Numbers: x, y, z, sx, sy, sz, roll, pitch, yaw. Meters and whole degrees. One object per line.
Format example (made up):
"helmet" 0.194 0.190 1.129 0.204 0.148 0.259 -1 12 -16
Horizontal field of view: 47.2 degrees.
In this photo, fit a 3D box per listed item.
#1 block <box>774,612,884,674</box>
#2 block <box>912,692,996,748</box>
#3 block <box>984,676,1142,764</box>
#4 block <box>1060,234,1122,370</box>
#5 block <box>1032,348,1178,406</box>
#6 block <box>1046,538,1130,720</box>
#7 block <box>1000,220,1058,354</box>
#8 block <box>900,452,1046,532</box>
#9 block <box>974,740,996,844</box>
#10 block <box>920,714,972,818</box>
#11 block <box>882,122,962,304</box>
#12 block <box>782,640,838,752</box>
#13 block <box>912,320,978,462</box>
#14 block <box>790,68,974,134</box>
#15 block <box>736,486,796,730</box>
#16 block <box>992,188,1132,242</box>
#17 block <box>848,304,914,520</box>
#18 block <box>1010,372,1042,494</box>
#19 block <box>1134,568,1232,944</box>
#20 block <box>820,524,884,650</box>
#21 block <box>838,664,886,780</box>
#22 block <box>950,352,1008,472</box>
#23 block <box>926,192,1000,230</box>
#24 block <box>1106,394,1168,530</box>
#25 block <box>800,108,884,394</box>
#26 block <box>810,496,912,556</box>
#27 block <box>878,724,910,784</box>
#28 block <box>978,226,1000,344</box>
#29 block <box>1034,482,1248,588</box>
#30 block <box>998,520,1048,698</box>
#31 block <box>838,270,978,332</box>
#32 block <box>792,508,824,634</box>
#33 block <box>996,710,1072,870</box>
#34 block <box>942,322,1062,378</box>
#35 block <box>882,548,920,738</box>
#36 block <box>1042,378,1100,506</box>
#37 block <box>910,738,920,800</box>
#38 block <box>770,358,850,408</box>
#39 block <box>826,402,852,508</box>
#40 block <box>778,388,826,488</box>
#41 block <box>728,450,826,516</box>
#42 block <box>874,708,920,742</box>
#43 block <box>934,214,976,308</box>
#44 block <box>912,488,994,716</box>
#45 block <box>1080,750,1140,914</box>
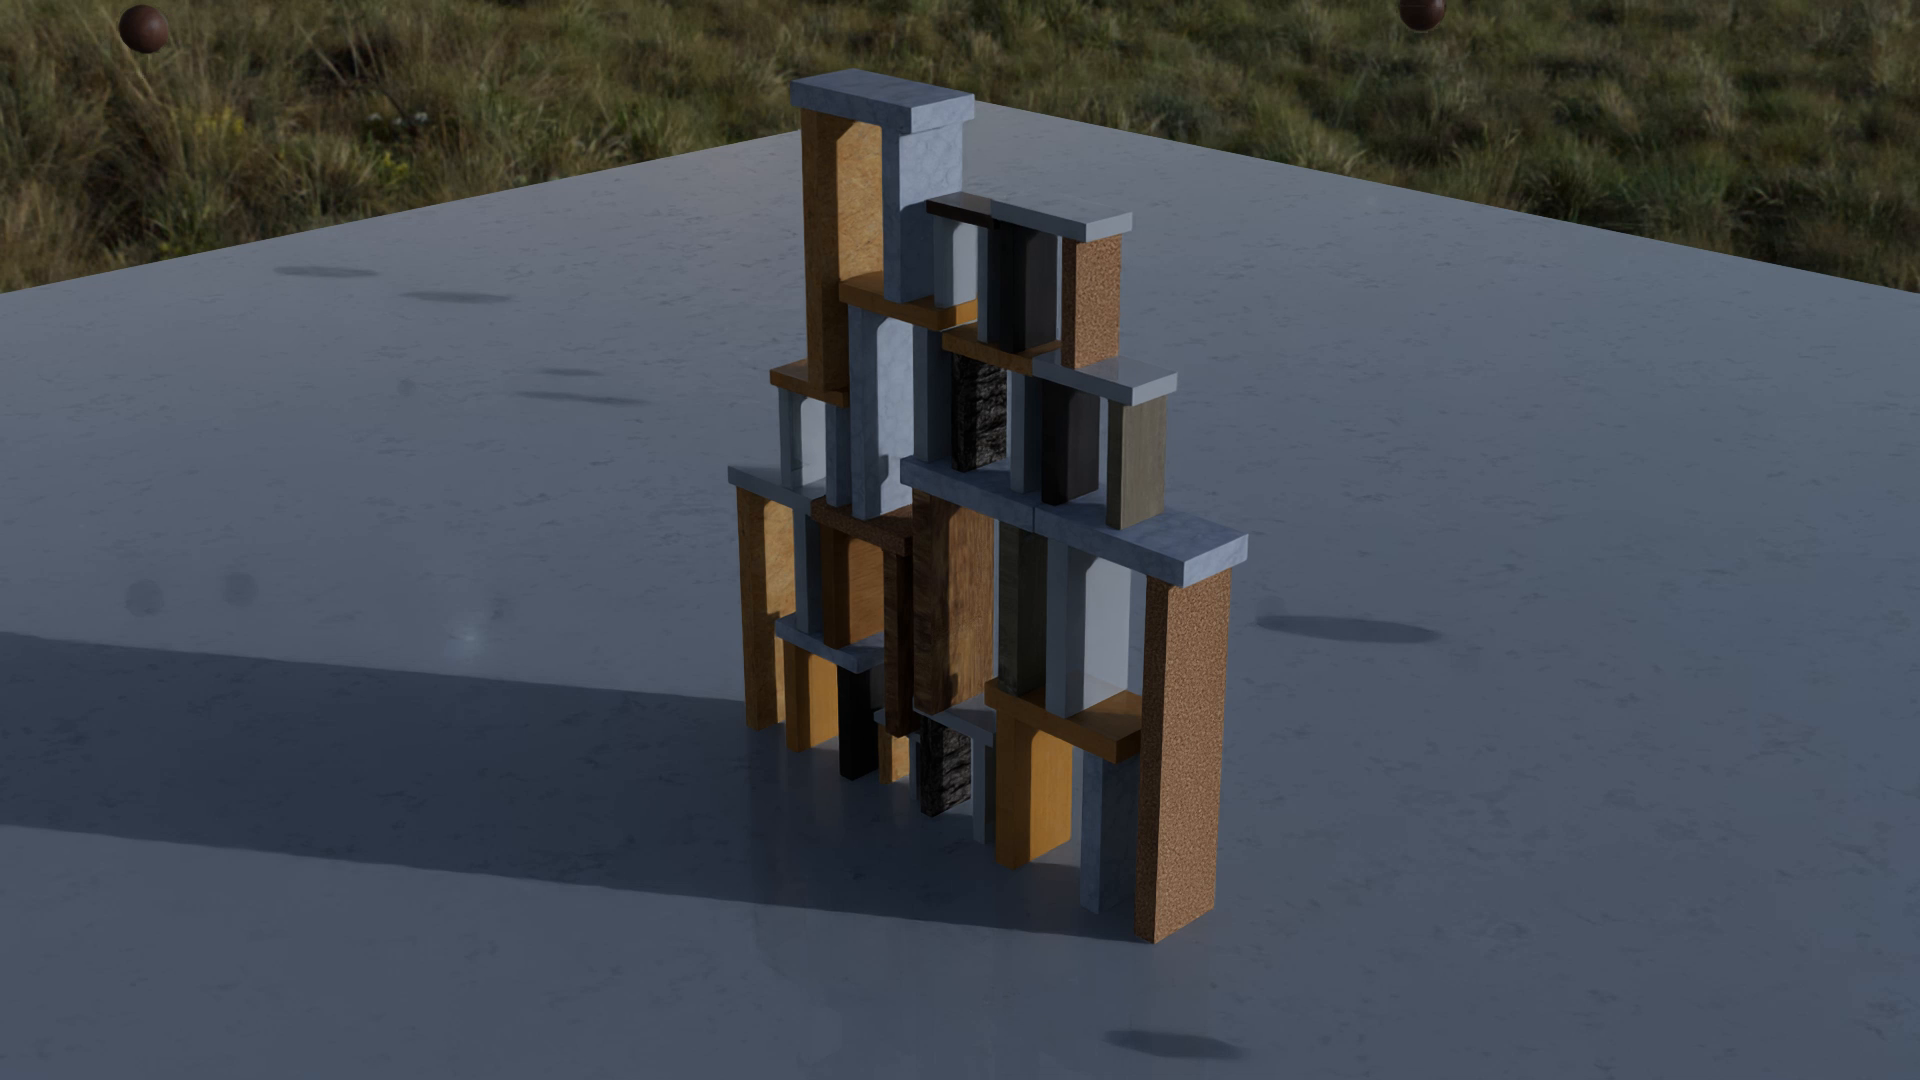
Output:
"block" -0.253 0.203 4.579 0.128 0.036 0.257 -21 31 -40
"block" 0.024 0.341 4.343 0.112 0.032 0.224 -21 31 -41
"block" 0.222 0.314 4.113 0.166 0.047 0.331 -21 31 -41
"block" 0.226 -0.419 3.795 0.114 0.229 0.032 -21 30 -40
"block" 0.250 -0.289 3.824 0.117 0.033 0.233 -21 31 -40
"block" 0.235 0.138 4.025 0.173 0.346 0.049 -21 31 -40
"block" 0.121 -0.458 3.897 0.032 0.236 0.114 21 31 40
"block" 0.069 -0.107 4.101 0.344 0.049 0.172 21 31 41
"block" 0.077 0.479 4.345 0.032 0.224 0.112 21 31 41
"block" -0.028 0.438 4.442 0.032 0.224 0.112 21 31 41
"block" -0.068 -0.609 4.039 0.046 0.321 0.161 22 32 40
"block" -0.313 0.314 4.693 0.128 0.257 0.036 -21 31 -41
"block" -0.027 -0.290 4.132 0.037 0.265 0.132 21 31 41
"block" -0.145 -0.808 4.033 0.321 0.046 0.161 22 32 40
"block" -0.405 0.133 4.727 0.038 0.563 0.135 21 31 41
"block" 0.174 -0.561 3.796 0.114 0.032 0.229 -20 30 -39
"block" -0.153 -0.261 4.279 0.037 0.434 0.132 21 31 40
"block" 0.144 -0.208 3.984 0.032 0.229 0.114 21 31 41
"block" 0.399 0.375 3.949 0.049 0.724 0.173 21 31 41
"block" -0.218 0.076 4.485 0.135 0.270 0.038 -21 31 -40
"block" -0.193 0.361 4.581 0.128 0.256 0.036 -21 31 -40
"block" 0.036 -0.250 4.083 0.032 0.229 0.114 21 31 41
"block" 0.030 -0.590 3.937 0.086 0.024 0.171 -21 31 -40
"block" 0.307 -0.145 3.825 0.117 0.233 0.033 -21 30 -40
"block" -0.222 -0.565 4.220 0.161 0.549 0.046 -22 32 -40
"block" -0.156 -0.041 4.366 0.270 0.038 0.135 21 31 40
"block" -0.137 0.433 4.564 0.020 0.138 0.069 21 31 41
"block" 0.070 -0.466 3.946 0.086 0.212 0.024 -21 31 -41
"block" 0.316 -0.012 3.873 0.173 0.049 0.346 -21 31 -40
"block" 0.149 0.106 4.103 0.172 0.344 0.049 -21 31 -41
"block" -0.089 -0.453 4.129 0.265 0.037 0.132 21 32 40
"block" -0.278 0.048 4.552 0.135 0.270 0.038 -21 31 -40
"block" 0.144 0.457 4.259 0.047 0.331 0.166 21 31 41
"block" 0.088 -0.349 3.983 0.114 0.032 0.229 -21 31 -41
"block" -0.089 0.188 4.396 0.038 0.406 0.135 21 31 40
"block" 0.198 -0.188 3.927 0.033 0.233 0.117 21 31 41
"block" -0.072 0.458 4.504 0.069 0.138 0.020 -21 31 -41
"block" -0.267 -0.314 4.372 0.213 0.030 0.107 20 31 40
"block" -0.218 -0.181 4.374 0.030 0.213 0.107 21 30 40
"block" -0.315 -0.221 4.467 0.107 0.213 0.030 -21 31 -41
"block" -0.342 -0.119 4.551 0.135 0.038 0.270 -21 31 -40
"block" -0.105 0.373 4.504 0.138 0.020 0.069 21 31 40
"block" -0.009 -0.515 4.012 0.024 0.171 0.086 21 31 40
"block" -0.012 0.099 4.276 0.049 0.466 0.172 21 31 41
"block" 0.300 0.518 4.115 0.166 0.331 0.047 -21 31 -41
